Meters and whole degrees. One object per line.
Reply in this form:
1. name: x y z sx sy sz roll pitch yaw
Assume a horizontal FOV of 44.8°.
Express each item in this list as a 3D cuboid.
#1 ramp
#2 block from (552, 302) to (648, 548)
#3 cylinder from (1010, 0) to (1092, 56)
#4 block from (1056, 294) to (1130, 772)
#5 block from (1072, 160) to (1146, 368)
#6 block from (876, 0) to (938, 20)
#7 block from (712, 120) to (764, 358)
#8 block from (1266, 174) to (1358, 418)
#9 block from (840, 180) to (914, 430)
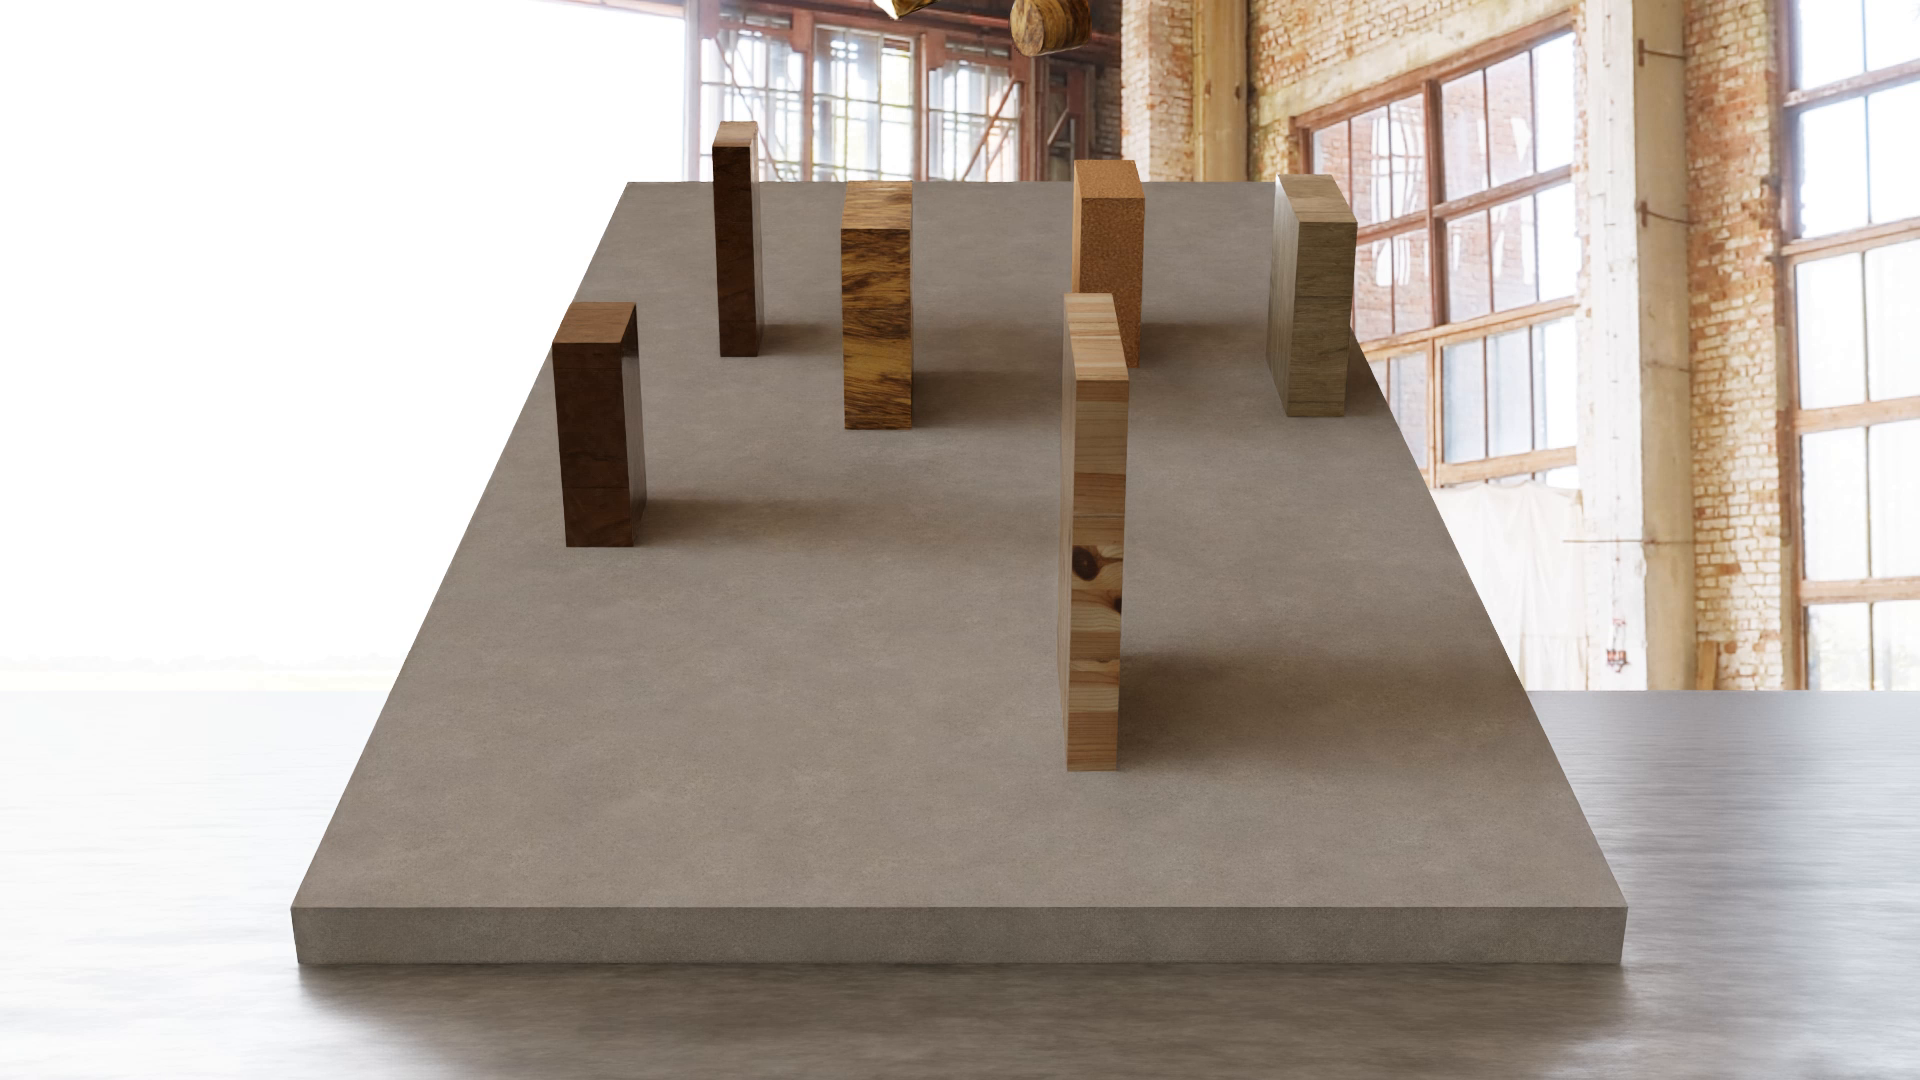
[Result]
1. ramp: -0.008 -0.229 5.325 2.000 0.100 4.000 0 24 0
2. block: -0.721 -0.233 4.684 0.133 0.432 0.244 0 24 0
3. cylinder: 0.276 -1.568 7.063 0.177 0.177 0.177 -17 5 -29
4. block: 0.217 -0.018 3.902 0.081 0.688 0.422 0 24 0
5. block: 0.357 -0.677 5.686 0.149 0.422 0.340 0 24 0
6. block: -0.158 -1.663 6.767 0.192 0.192 0.192 -26 34 -8
7. block: -0.539 -0.735 5.686 0.090 0.523 0.245 0 24 0
8. block: 0.811 -0.572 5.409 0.129 0.460 0.394 0 24 0
9. block: -0.185 -0.542 5.328 0.150 0.468 0.390 0 24 0
